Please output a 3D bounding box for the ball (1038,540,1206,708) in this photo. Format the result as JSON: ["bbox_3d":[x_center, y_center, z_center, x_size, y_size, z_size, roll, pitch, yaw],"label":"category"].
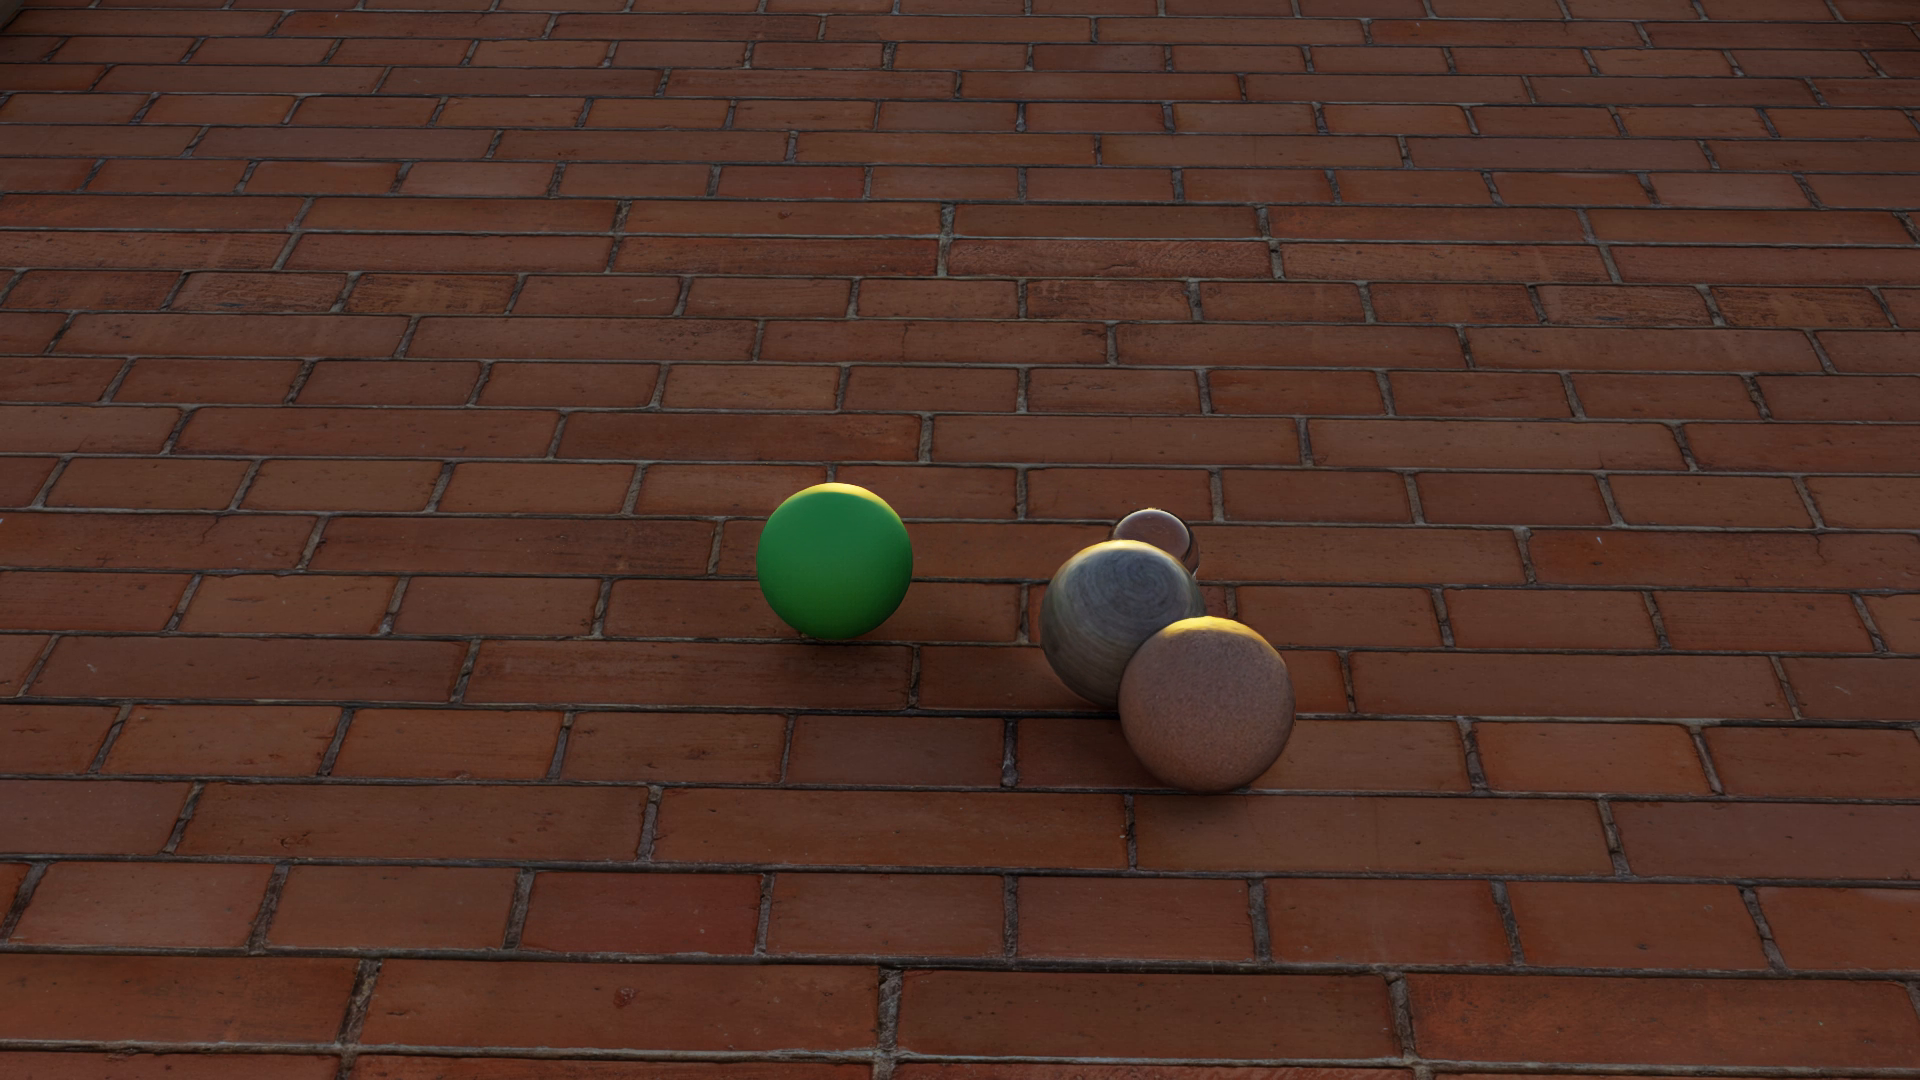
[{"bbox_3d":[0.091,0.047,1.641,0.094,0.094,0.094,0,28,0],"label":"ball"}]

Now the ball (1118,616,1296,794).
[{"bbox_3d":[0.131,0.088,1.565,0.094,0.094,0.094,0,28,0],"label":"ball"}]

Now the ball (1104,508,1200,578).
[{"bbox_3d":[0.113,0.010,1.748,0.057,0.057,0.057,0,28,0],"label":"ball"}]

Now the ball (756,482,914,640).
[{"bbox_3d":[-0.073,0.012,1.707,0.091,0.091,0.091,0,28,0],"label":"ball"}]

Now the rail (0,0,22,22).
[{"bbox_3d":[-0.865,-0.435,2.503,0.045,0.122,3.414,1,28,1],"label":"rail"}]
